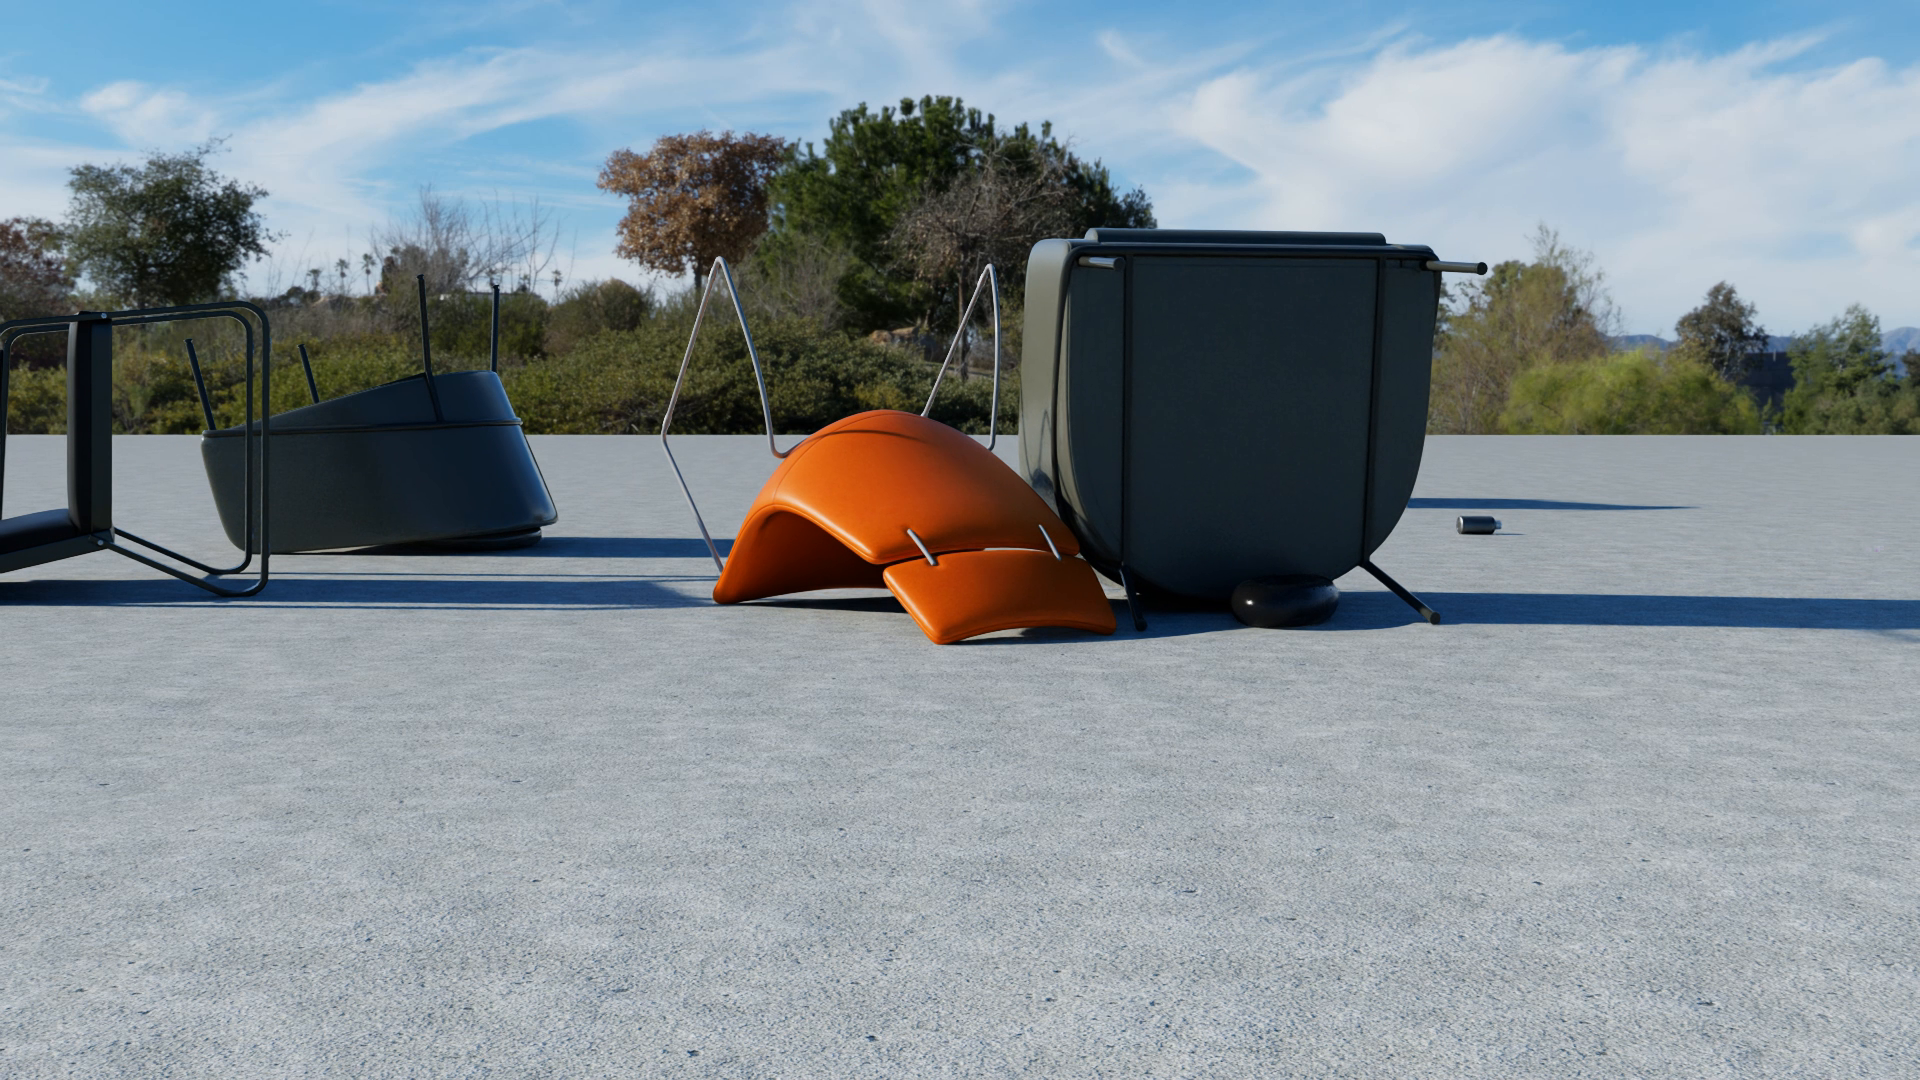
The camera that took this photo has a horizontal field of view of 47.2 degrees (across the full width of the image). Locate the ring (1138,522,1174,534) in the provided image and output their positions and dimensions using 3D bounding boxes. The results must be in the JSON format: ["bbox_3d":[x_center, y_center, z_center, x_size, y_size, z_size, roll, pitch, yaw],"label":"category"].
[{"bbox_3d":[0.610,-0.037,6.825,0.116,0.036,0.150,0,5,9],"label":"ring"}]

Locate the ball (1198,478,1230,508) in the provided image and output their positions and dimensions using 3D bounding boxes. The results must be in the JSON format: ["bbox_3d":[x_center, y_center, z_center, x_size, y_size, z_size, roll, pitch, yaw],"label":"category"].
[{"bbox_3d":[0.957,-0.177,8.280,0.115,0.115,0.115,0,4,0],"label":"ball"}]

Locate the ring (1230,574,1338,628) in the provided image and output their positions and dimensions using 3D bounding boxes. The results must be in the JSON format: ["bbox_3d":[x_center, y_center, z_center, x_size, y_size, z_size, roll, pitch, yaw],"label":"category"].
[{"bbox_3d":[0.629,0.117,4.255,0.196,0.082,0.345,0,4,23],"label":"ring"}]

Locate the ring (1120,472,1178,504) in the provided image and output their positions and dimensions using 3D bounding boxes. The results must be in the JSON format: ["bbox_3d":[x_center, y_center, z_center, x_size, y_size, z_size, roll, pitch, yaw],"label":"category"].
[{"bbox_3d":[0.736,-0.202,8.580,0.223,0.126,0.233,0,2,27],"label":"ring"}]
